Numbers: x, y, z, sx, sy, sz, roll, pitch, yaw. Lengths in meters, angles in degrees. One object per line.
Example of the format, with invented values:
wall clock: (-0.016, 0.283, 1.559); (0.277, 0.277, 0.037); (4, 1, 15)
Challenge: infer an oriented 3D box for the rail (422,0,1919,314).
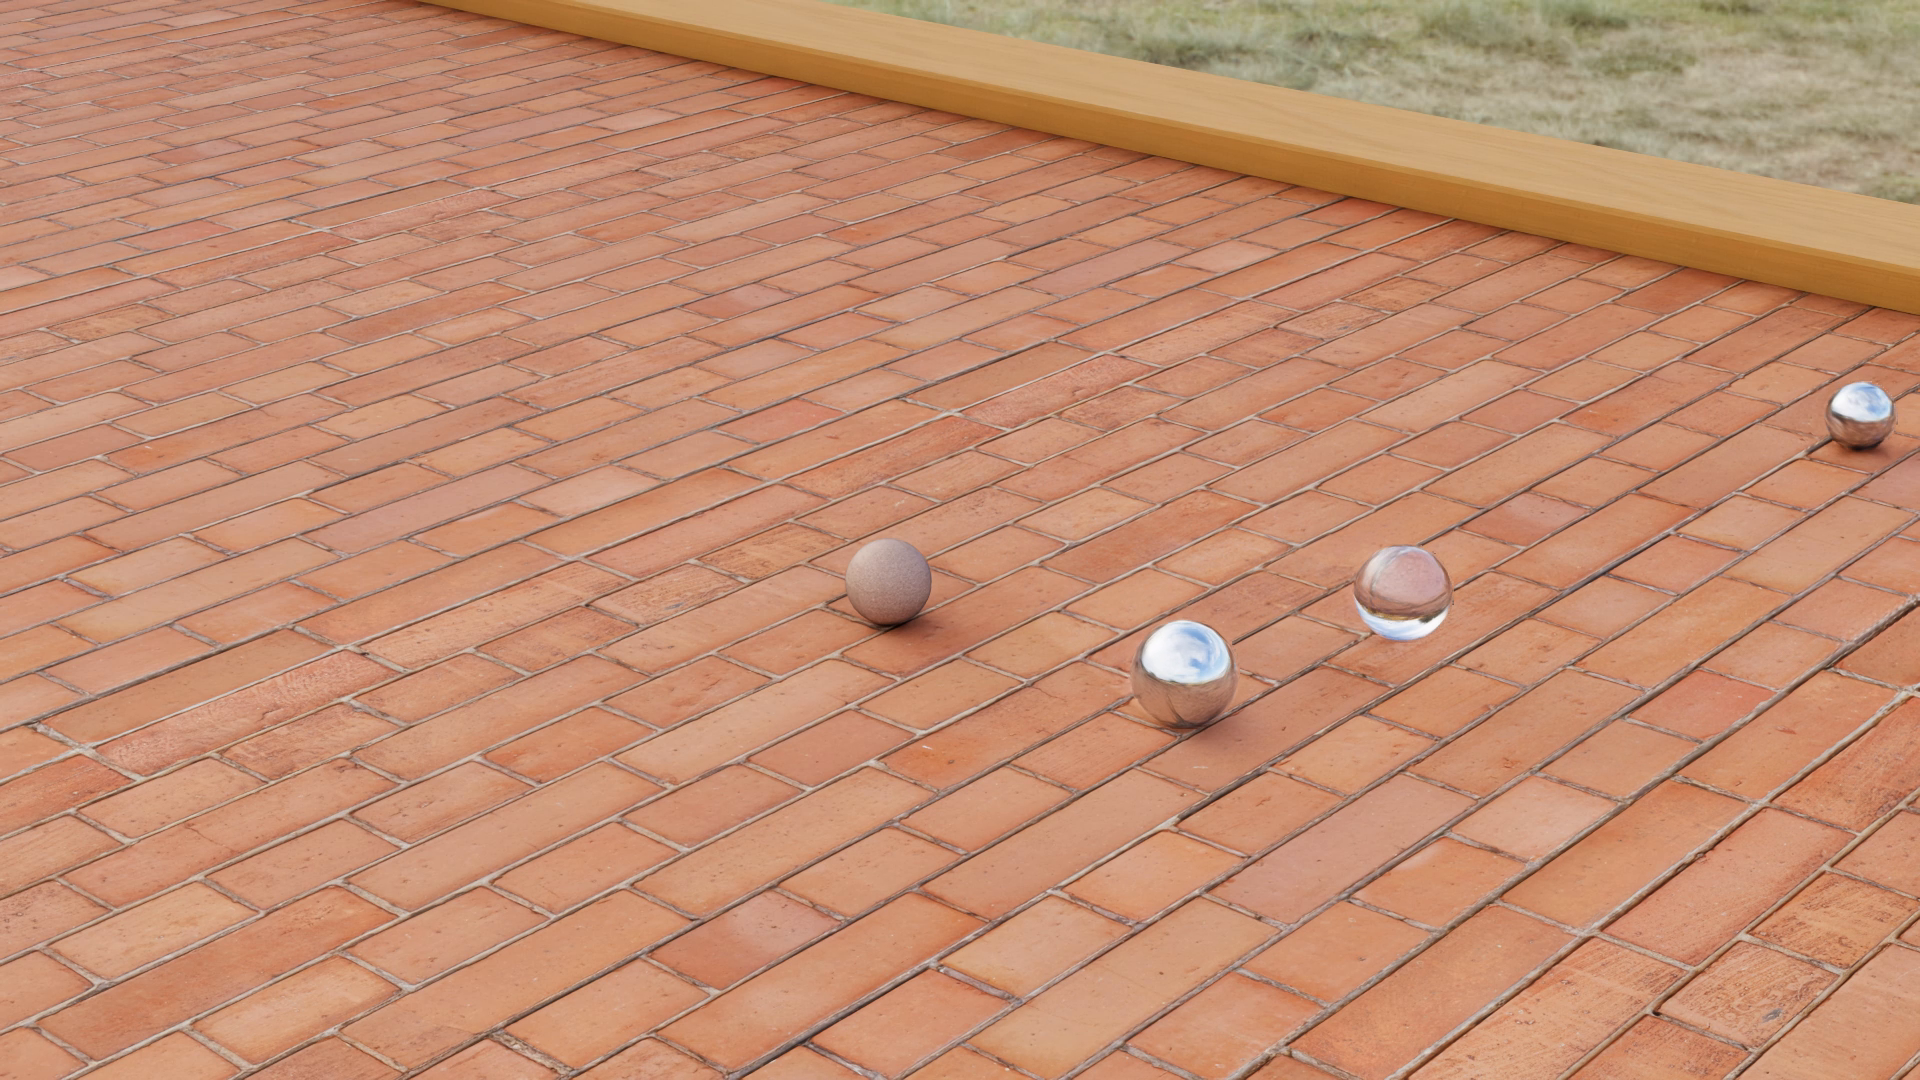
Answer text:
rail: (-0.024, -0.641, 4.029); (4.380, 0.119, 0.045); (18, 28, 37)

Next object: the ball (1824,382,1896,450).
ball: (0.862, -0.119, 2.818); (0.065, 0.065, 0.065); (0, 22, 0)

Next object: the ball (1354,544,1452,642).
ball: (0.361, 0.043, 2.400); (0.079, 0.079, 0.079); (0, 22, 0)

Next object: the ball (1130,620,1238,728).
ball: (0.172, 0.102, 2.251); (0.083, 0.083, 0.083); (0, 22, 0)

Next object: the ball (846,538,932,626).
ball: (-0.059, 0.034, 2.432); (0.072, 0.072, 0.072); (0, 22, 0)
